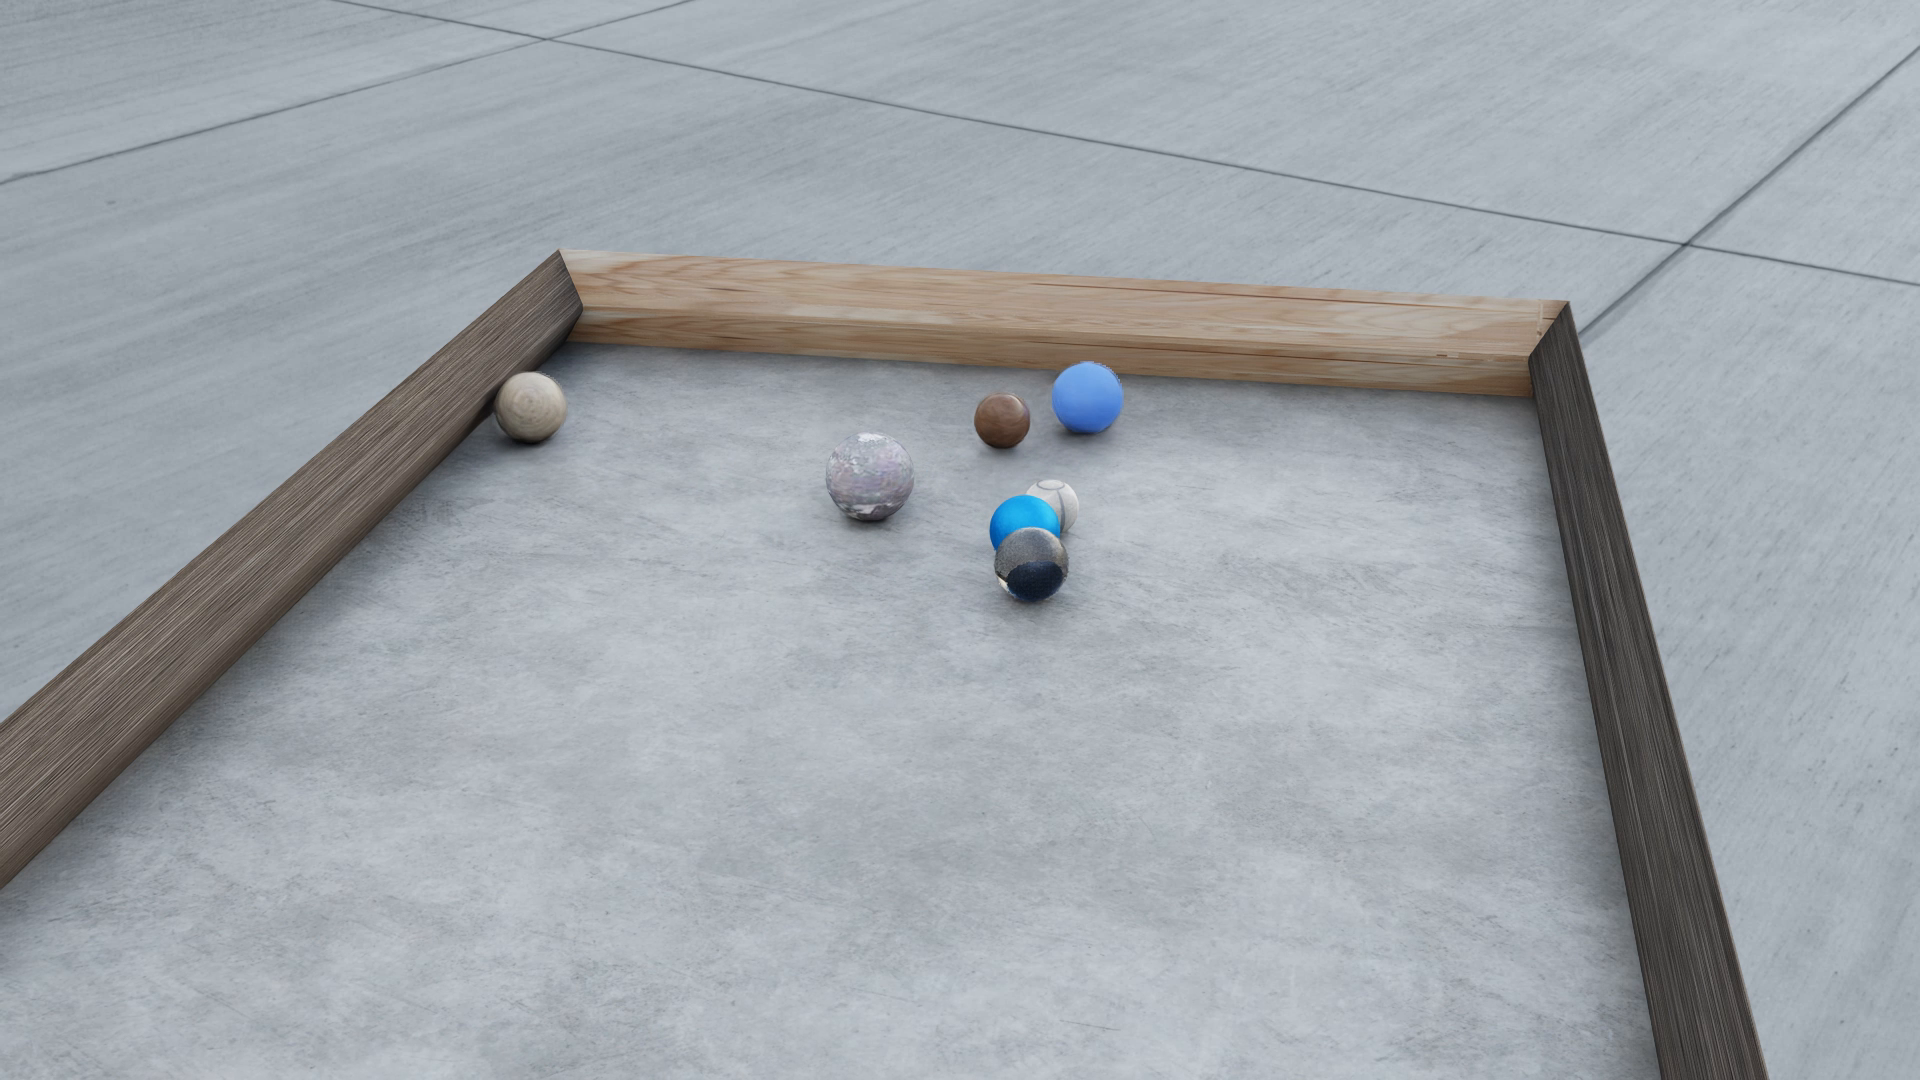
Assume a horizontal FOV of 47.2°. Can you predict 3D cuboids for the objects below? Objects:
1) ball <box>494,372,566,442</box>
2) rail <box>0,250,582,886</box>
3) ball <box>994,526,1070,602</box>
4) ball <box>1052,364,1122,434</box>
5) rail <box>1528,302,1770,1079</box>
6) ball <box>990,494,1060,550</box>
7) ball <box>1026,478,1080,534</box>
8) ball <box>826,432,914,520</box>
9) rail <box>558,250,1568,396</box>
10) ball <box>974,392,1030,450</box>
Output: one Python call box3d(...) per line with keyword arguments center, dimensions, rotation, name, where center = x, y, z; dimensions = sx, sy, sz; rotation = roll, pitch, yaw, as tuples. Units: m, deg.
box3d(center=(-0.503, -0.155, 2.575), dimensions=(0.083, 0.083, 0.083), rotation=(0, 24, 0), name="ball")
box3d(center=(-0.718, 0.188, 1.756), dimensions=(0.045, 0.125, 2.527), rotation=(4, 24, 9), name="rail")
box3d(center=(0.071, 0.024, 2.185), dimensions=(0.075, 0.075, 0.075), rotation=(0, 24, 0), name="ball")
box3d(center=(0.150, -0.167, 2.601), dimensions=(0.084, 0.084, 0.084), rotation=(0, 24, 0), name="ball")
box3d(center=(0.502, 0.275, 1.563), dimensions=(0.045, 0.125, 2.527), rotation=(4, 24, 9), name="rail")
box3d(center=(0.067, -0.010, 2.263), dimensions=(0.073, 0.073, 0.073), rotation=(0, 24, 0), name="ball")
box3d(center=(0.096, -0.035, 2.333), dimensions=(0.061, 0.061, 0.061), rotation=(0, 24, 0), name="ball")
box3d(center=(-0.097, -0.069, 2.366), dimensions=(0.096, 0.096, 0.096), rotation=(0, 24, 0), name="ball")
box3d(center=(0.104, -0.269, 2.774), dimensions=(1.285, 0.125, 0.045), rotation=(4, 24, 9), name="rail")
box3d(center=(0.049, -0.139, 2.559), dimensions=(0.066, 0.066, 0.066), rotation=(0, 24, 0), name="ball")
